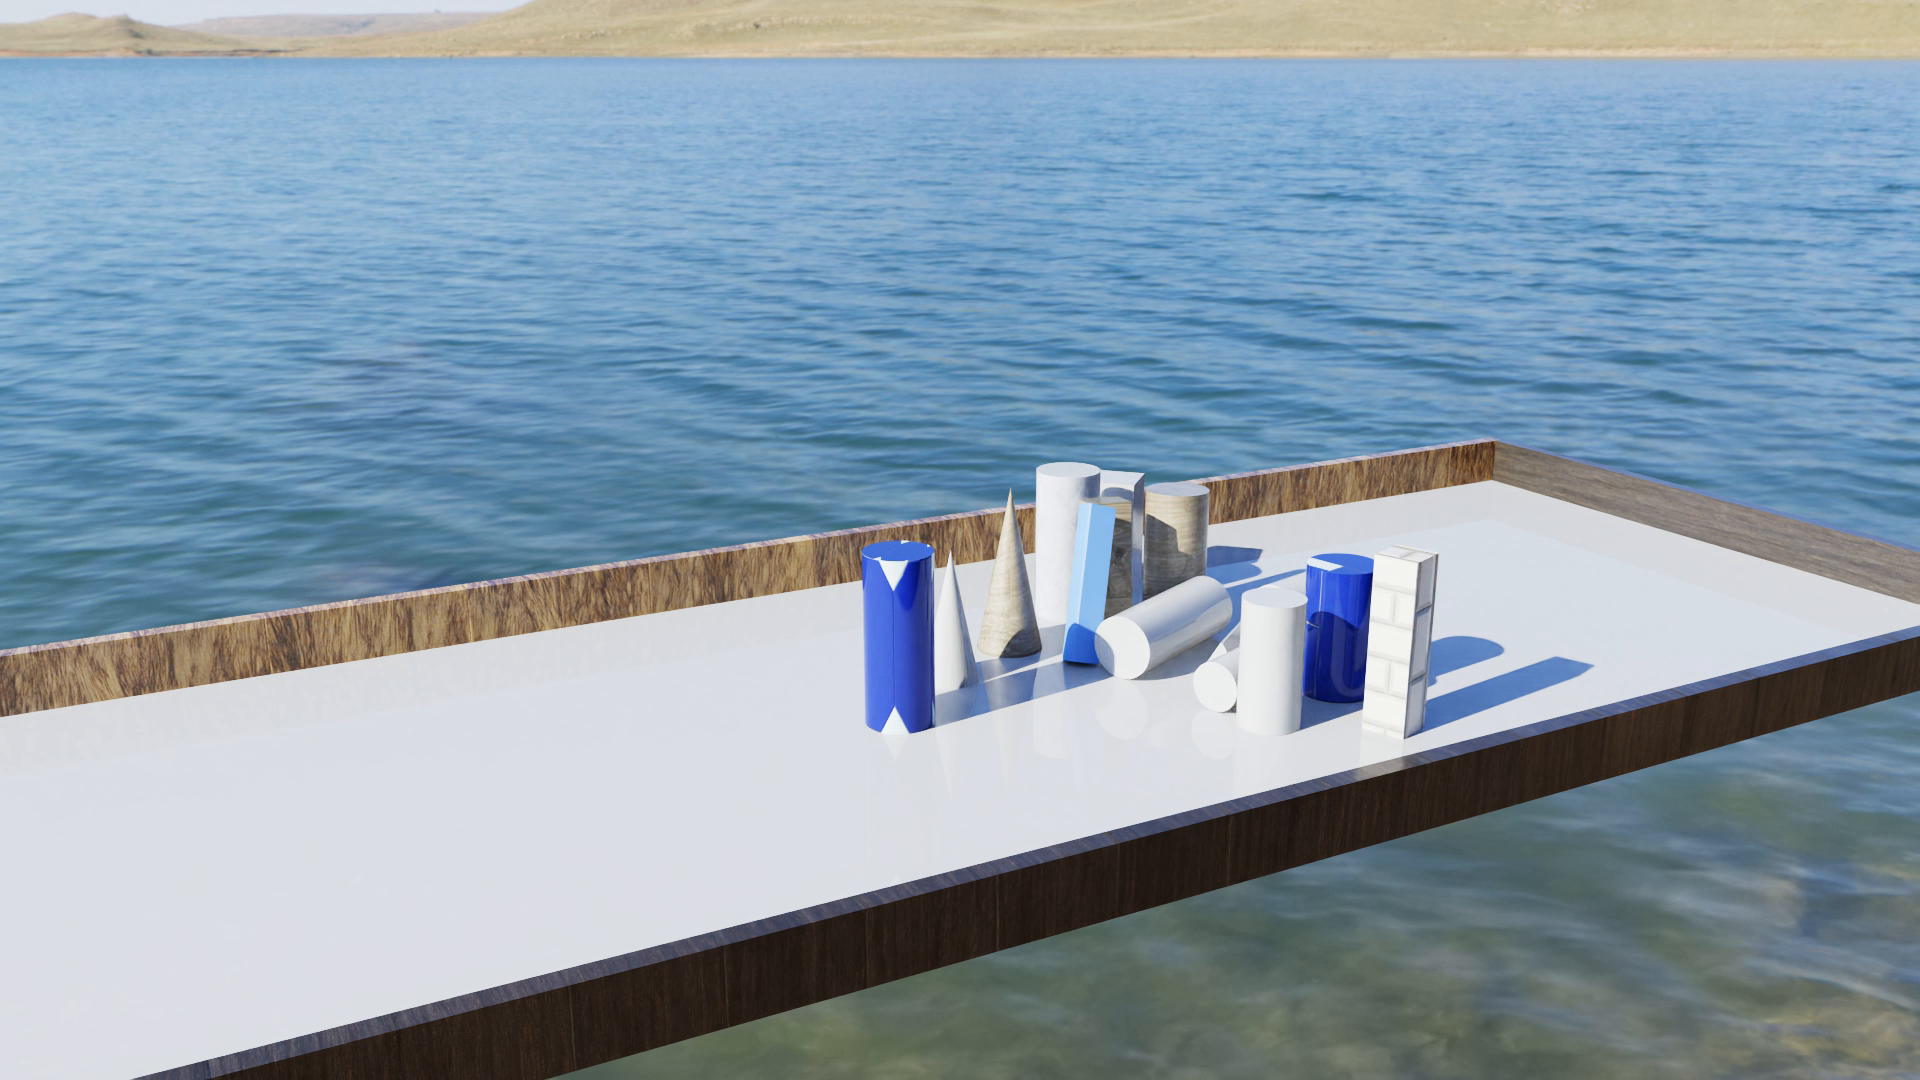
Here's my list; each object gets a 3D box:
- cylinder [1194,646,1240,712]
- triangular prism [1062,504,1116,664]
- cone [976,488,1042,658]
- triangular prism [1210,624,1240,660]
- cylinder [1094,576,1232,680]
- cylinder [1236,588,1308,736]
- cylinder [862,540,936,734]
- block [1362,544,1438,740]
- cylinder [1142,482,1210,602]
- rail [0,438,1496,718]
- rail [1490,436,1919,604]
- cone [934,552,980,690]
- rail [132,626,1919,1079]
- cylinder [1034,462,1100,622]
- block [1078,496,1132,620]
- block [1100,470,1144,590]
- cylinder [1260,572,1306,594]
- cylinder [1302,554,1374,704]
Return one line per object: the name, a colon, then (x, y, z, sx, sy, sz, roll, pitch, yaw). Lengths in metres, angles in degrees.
cylinder: (0.724, 0.315, 4.064, 0.124, 0.124, 0.346, 14, 21, 40)
triangular prism: (0.318, 0.112, 4.270, 0.096, 0.406, 0.083, 9, -4, -42)
cone: (0.132, 0.073, 4.325, 0.174, 0.440, 0.174, 0, 16, 0)
triangular prism: (0.723, 0.263, 4.279, 0.112, 0.097, 0.329, 7, 18, 24)
cylinder: (0.535, 0.224, 4.303, 0.164, 0.164, 0.423, 12, 20, 36)
cylinder: (0.725, 0.282, 3.841, 0.150, 0.312, 0.150, 0, 16, 0)
cylinder: (-0.142, 0.226, 3.841, 0.167, 0.419, 0.167, 0, 16, 0)
block: (1.014, 0.235, 3.803, 0.105, 0.425, 0.105, 14, 22, 40)
cylinder: (0.598, 0.035, 4.584, 0.175, 0.361, 0.175, 0, 15, 0)
rail: (-3.305, 0.497, 3.399, 12.000, 0.150, 0.050, -9, 18, -27)
rail: (2.466, -0.048, 5.253, 0.050, 0.150, 2.100, -9, 18, -27)
cone: (-0.023, 0.187, 4.116, 0.144, 0.340, 0.144, 0, 16, 0)
rail: (-2.336, 1.006, 1.665, 12.000, 0.150, 0.050, -9, 18, -27)
cylinder: (0.299, 0.004, 4.609, 0.177, 0.413, 0.177, 0, 16, 0)
block: (0.388, 0.075, 4.424, 0.116, 0.368, 0.116, -3, 9, -10)
block: (0.451, -0.026, 4.865, 0.149, 0.327, 0.149, 5, 17, 17)
cylinder: (0.975, 0.160, 4.533, 0.369, 0.155, 0.155, -14, 22, -40)
cylinder: (0.930, 0.215, 4.040, 0.176, 0.329, 0.176, 0, 16, 0)
